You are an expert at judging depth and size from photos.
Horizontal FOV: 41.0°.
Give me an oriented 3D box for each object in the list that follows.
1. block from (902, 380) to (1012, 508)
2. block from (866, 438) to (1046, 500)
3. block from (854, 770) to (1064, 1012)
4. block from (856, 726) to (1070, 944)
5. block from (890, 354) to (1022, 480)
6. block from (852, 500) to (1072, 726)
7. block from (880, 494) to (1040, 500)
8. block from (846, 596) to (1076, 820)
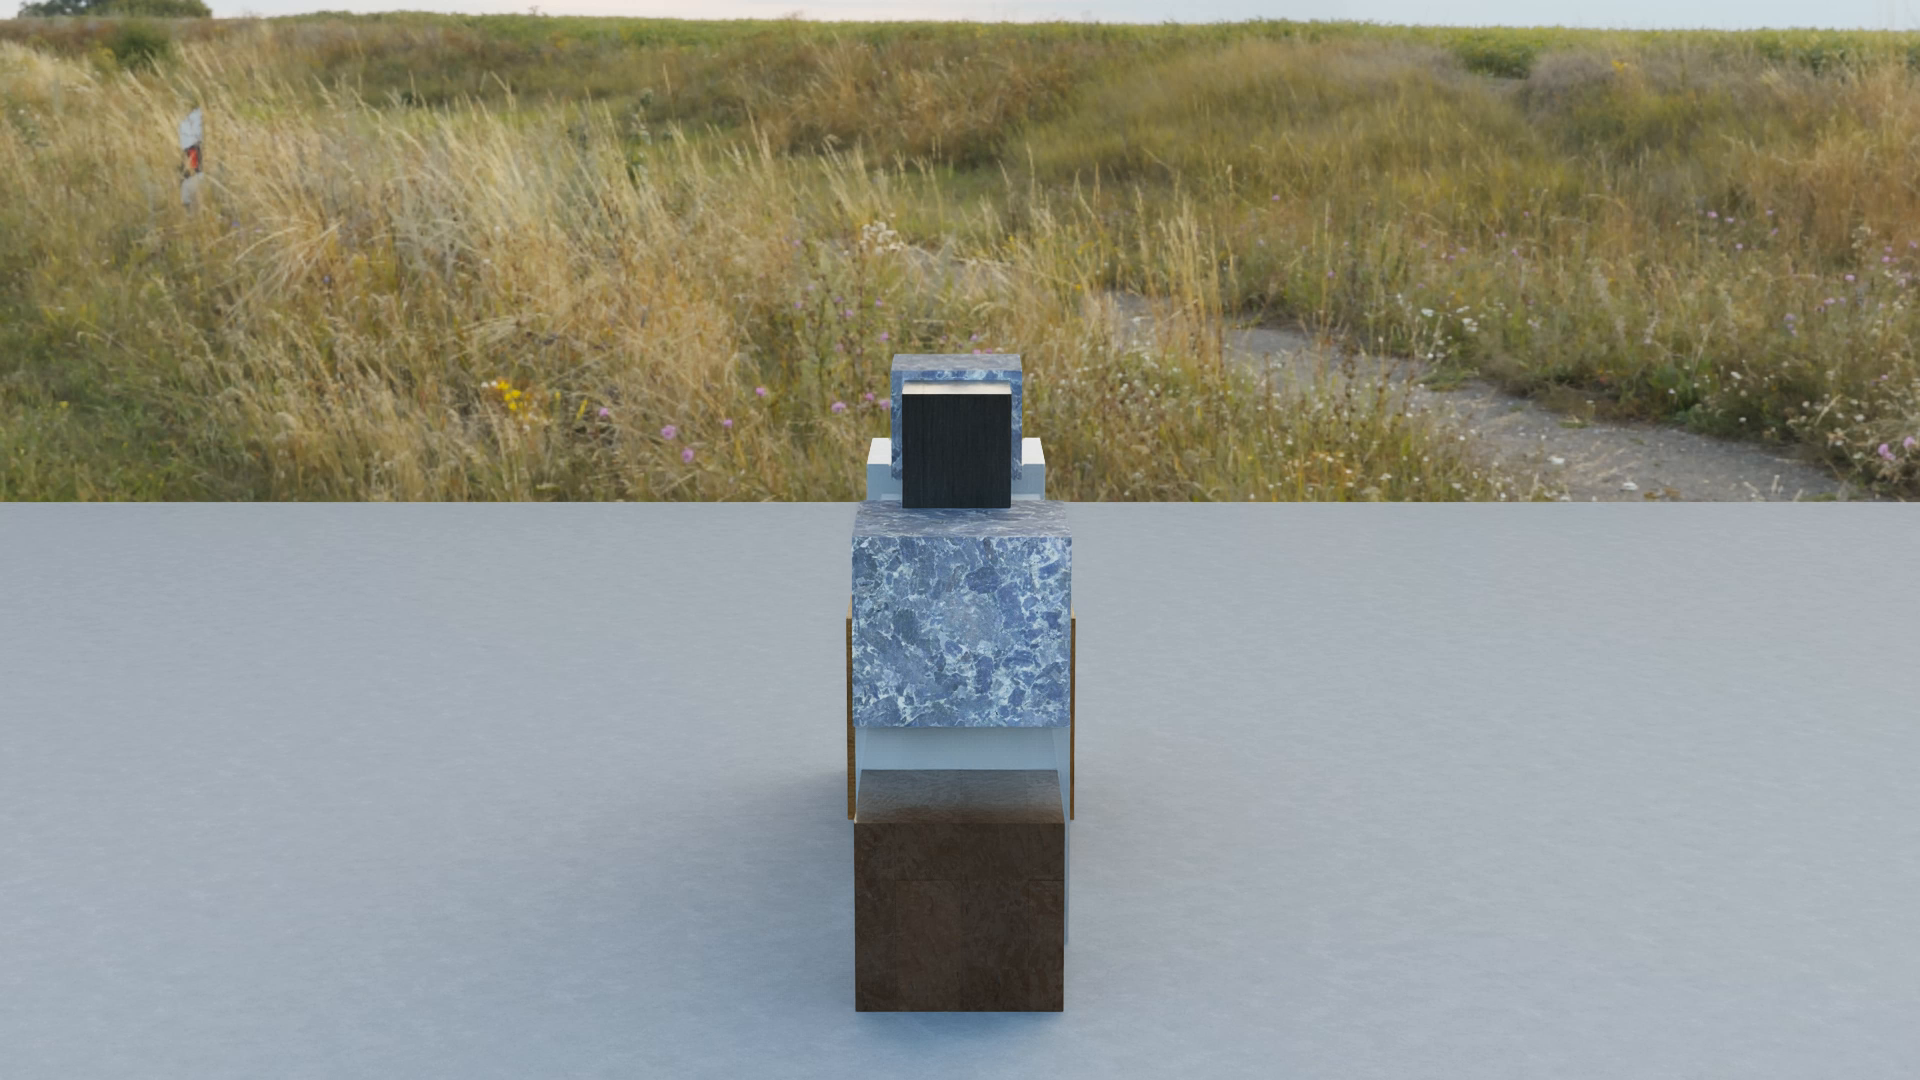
[{"bbox_3d":[-0.013,-0.409,10.812,0.449,0.477,0.487,0,10,0],"label":"block"},{"bbox_3d":[-0.018,-0.024,11.984,0.801,0.798,0.813,0,10,0],"label":"block"},{"bbox_3d":[-0.002,1.357,10.030,0.789,0.741,0.750,0,10,0],"label":"block"},{"bbox_3d":[0.012,1.091,10.845,0.864,0.973,0.930,0,10,0],"label":"block"},{"bbox_3d":[-0.015,-0.548,11.325,0.564,0.478,0.564,0,12,0],"label":"block"},{"bbox_3d":[0.006,0.283,10.456,0.855,0.757,0.879,0,10,0],"label":"block"},{"bbox_3d":[0.002,0.183,11.251,0.706,0.672,0.693,0,10,0],"label":"block"},{"bbox_3d":[0.004,0.766,12.613,1.079,0.981,0.954,0,10,0],"label":"block"}]
